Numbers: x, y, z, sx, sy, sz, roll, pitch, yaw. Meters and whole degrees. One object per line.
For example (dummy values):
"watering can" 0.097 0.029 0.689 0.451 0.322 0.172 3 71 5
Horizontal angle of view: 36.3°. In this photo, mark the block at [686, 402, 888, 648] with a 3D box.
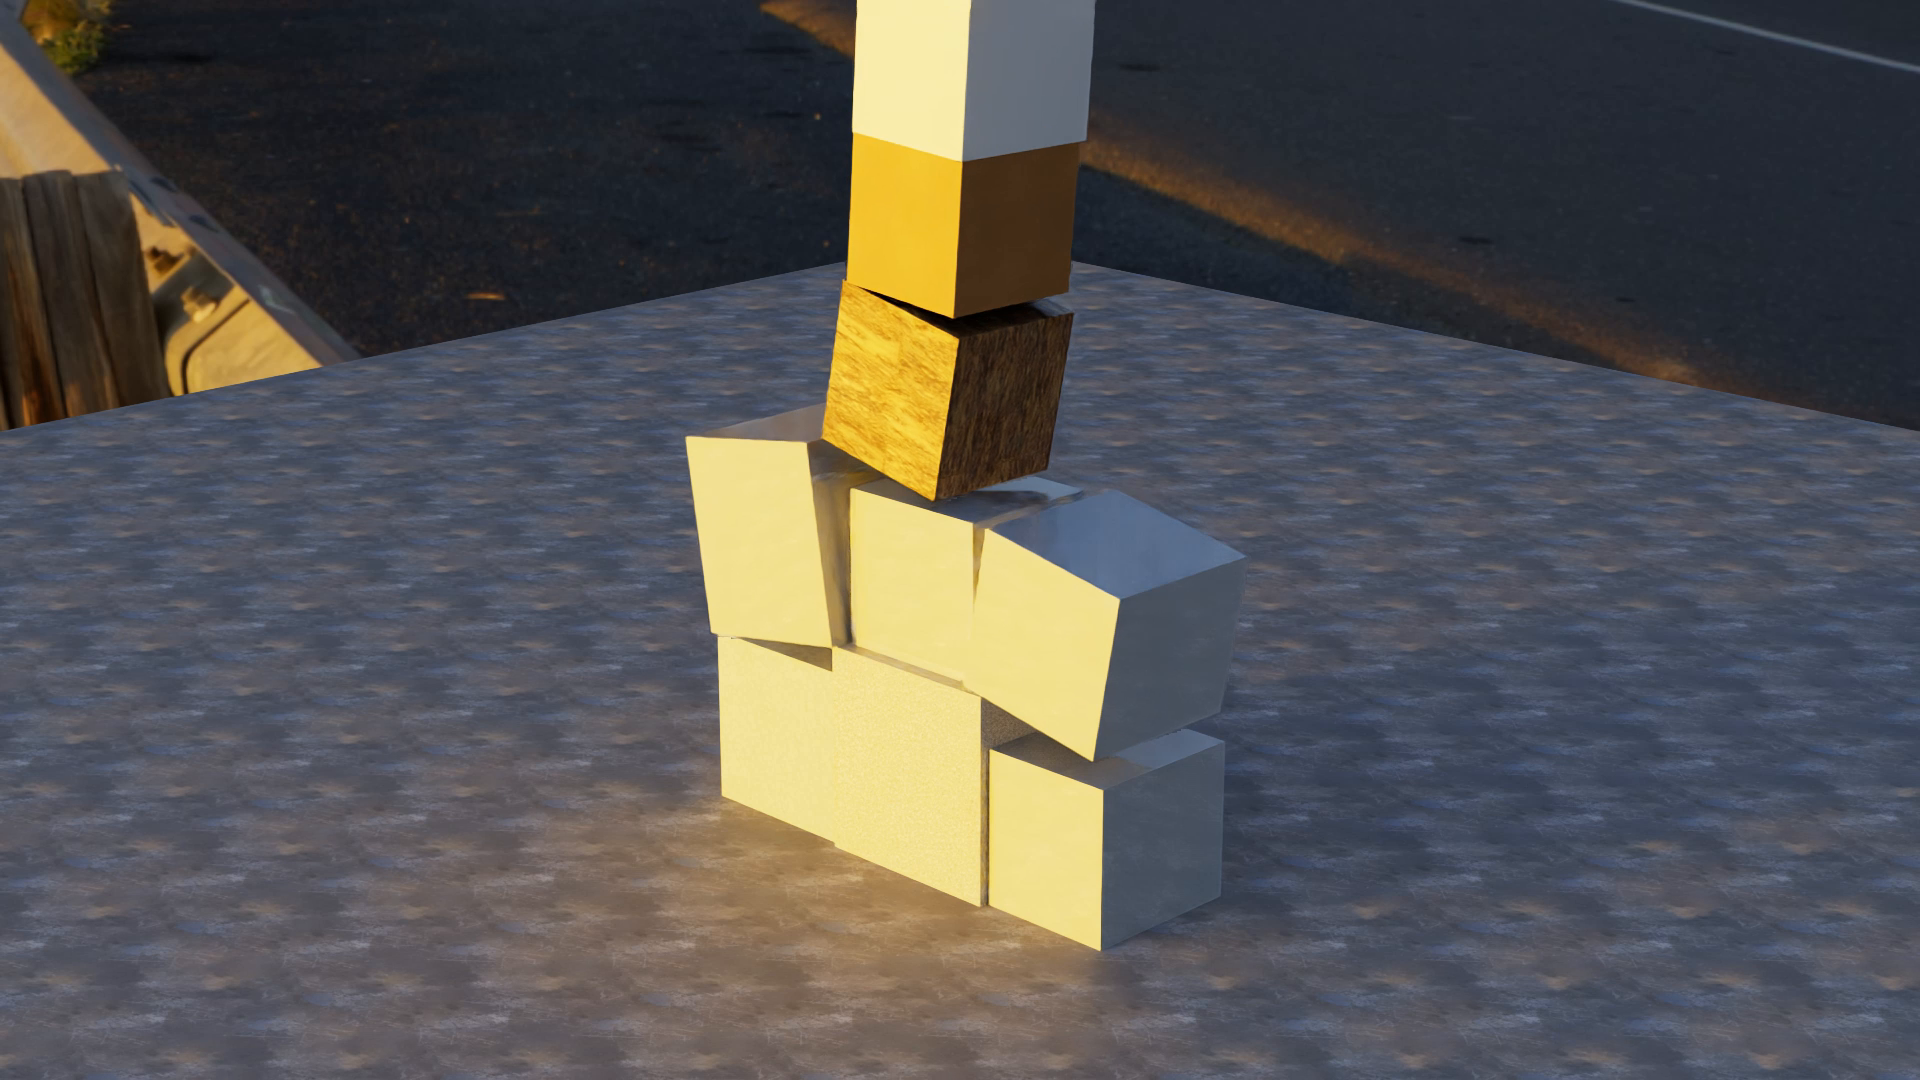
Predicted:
"block" -0.609 -0.096 13.956 0.939 0.957 0.861 -17 15 -42

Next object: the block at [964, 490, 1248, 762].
"block" 0.631 0.355 12.786 0.831 0.768 0.787 -17 34 -42

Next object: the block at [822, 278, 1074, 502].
"block" -0.060 -0.738 13.170 0.725 0.775 0.740 -17 36 -42

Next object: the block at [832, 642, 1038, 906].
"block" 0.055 0.973 13.583 0.859 0.999 0.956 -17 24 -42

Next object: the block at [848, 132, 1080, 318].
"block" 0.010 -1.435 12.861 0.722 0.678 0.667 -17 29 -42

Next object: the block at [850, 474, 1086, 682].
"block" 0.034 0.126 13.361 0.721 0.749 0.781 -17 24 -42

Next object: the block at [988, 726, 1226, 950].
"block" 0.653 1.264 13.075 0.806 0.748 0.677 -17 24 -42

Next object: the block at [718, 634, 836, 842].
"block" -0.583 0.849 14.223 0.804 0.852 0.843 -17 24 -42

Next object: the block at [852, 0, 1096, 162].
"block" 0.060 -2.083 12.636 0.771 0.694 0.673 -16 28 -43
